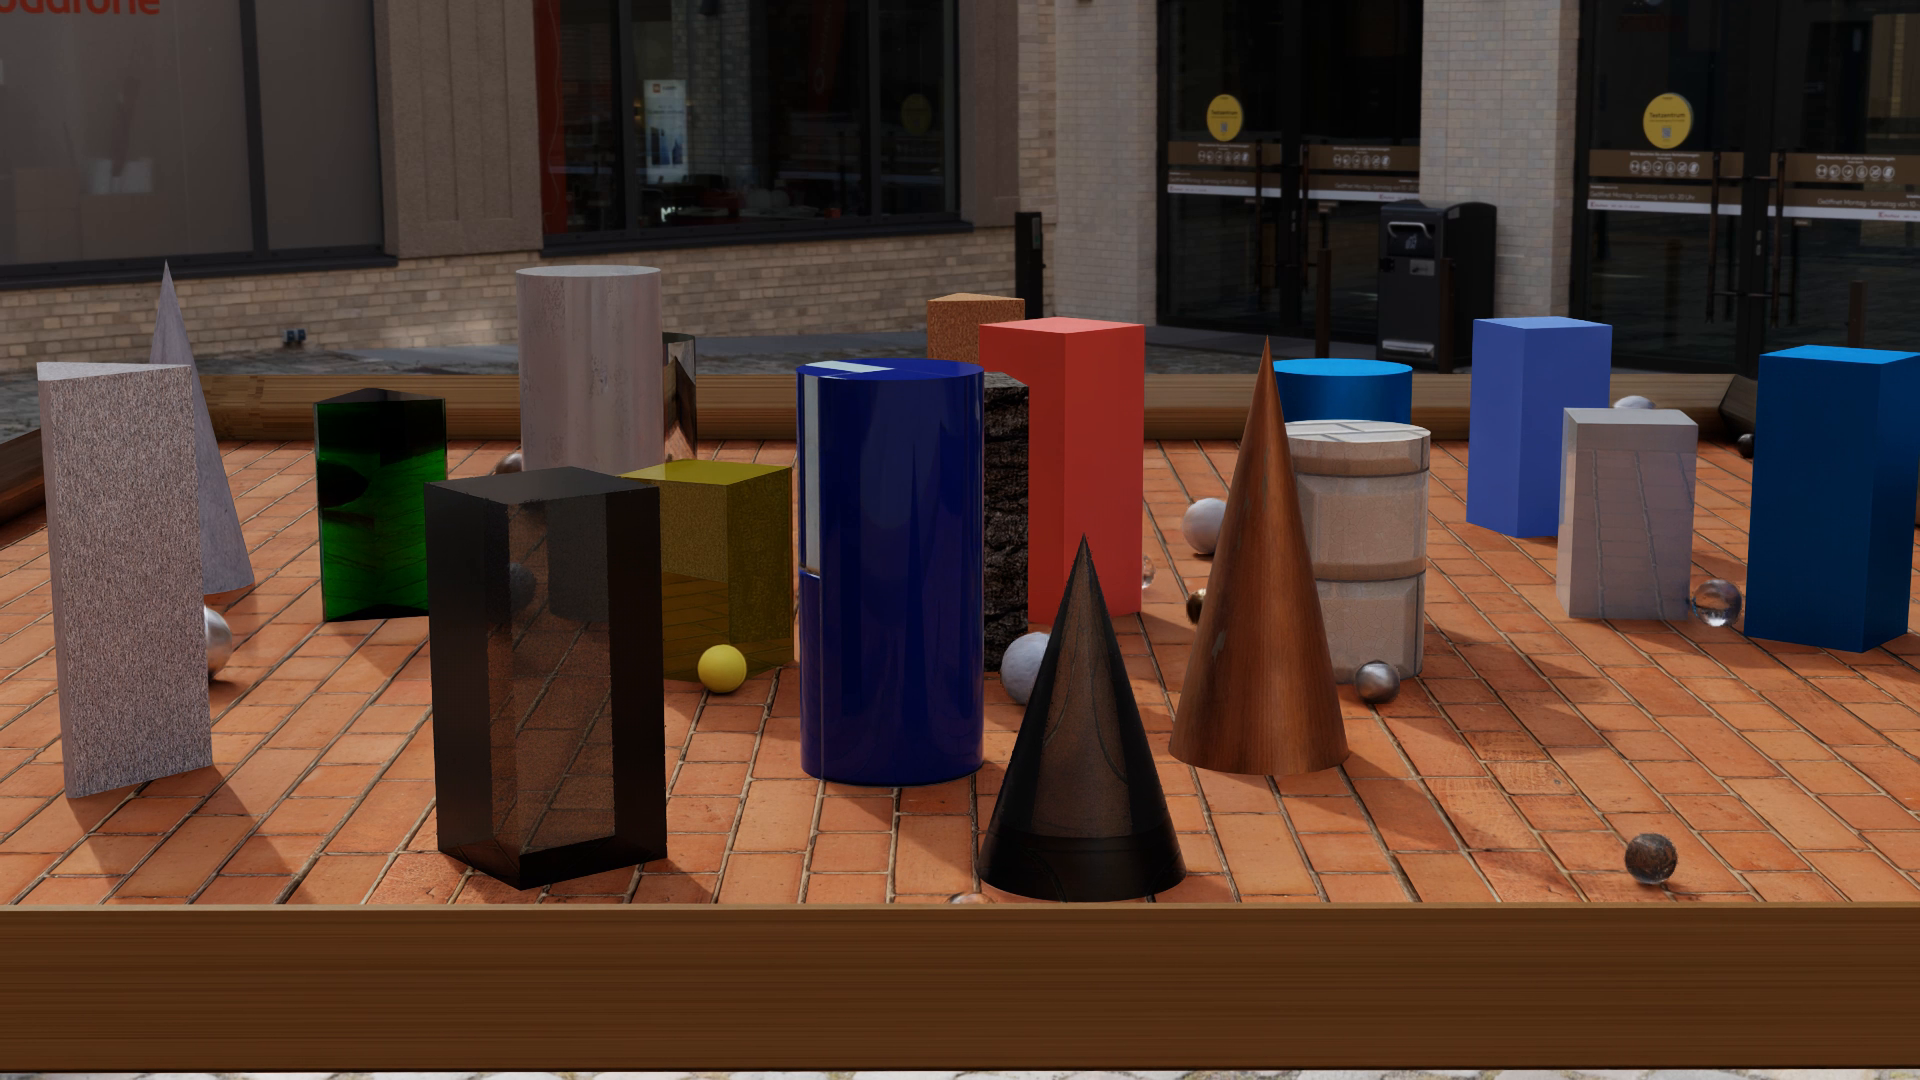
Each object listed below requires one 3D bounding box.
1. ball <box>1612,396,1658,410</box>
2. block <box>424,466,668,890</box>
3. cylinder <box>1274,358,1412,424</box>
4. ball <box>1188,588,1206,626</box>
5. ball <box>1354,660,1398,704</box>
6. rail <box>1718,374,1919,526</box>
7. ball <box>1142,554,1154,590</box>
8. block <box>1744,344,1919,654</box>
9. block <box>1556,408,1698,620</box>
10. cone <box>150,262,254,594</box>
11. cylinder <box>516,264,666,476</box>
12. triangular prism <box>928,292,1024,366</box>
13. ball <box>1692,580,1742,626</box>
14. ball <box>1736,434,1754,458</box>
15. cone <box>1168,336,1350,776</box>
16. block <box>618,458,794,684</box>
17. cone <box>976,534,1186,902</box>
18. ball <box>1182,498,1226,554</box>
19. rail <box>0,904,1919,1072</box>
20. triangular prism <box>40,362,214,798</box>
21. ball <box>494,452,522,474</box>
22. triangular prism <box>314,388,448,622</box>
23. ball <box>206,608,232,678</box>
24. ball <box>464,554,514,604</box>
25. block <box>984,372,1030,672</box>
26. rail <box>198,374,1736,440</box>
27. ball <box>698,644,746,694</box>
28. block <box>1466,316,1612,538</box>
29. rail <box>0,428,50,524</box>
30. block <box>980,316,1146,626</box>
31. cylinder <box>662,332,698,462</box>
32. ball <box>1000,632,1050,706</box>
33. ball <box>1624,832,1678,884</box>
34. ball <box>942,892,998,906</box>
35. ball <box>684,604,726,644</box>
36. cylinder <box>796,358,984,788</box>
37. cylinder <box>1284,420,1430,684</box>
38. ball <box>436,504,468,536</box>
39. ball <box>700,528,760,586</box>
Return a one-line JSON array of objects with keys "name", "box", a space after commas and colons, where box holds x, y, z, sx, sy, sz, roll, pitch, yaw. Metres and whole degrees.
[{"name": "ball", "box": [1.301, -0.230, 4.948, 0.097, 0.097, 0.097, 0, 11, 0]}, {"name": "block", "box": [-0.381, 0.121, 2.363, 0.155, 0.349, 0.155, -8, 13, -38]}, {"name": "cylinder", "box": [0.493, -0.061, 3.381, 0.194, 0.336, 0.194, 0, 11, 0]}, {"name": "ball", "box": [0.323, 0.090, 3.342, 0.054, 0.054, 0.054, 0, 11, 0]}, {"name": "ball", "box": [0.480, 0.164, 2.954, 0.050, 0.050, 0.050, 0, 11, 0]}, {"name": "rail", "box": [1.508, 0.031, 3.458, 0.045, 0.126, 3.219, 0, 11, 0]}, {"name": "ball", "box": [0.247, 0.045, 3.589, 0.052, 0.052, 0.052, 0, 11, 0]}, {"name": "block", "box": [1.119, -0.057, 3.284, 0.155, 0.363, 0.155, 9, 14, 39]}, {"name": "block", "box": [0.896, -0.037, 3.459, 0.155, 0.261, 0.155, 1, 11, 6]}, {"name": "cone", "box": [-1.102, -0.165, 3.601, 0.194, 0.460, 0.194, 0, 11, 0]}, {"name": "cylinder", "box": [-0.499, -0.140, 3.488, 0.194, 0.452, 0.194, 0, 11, 0]}, {"name": "triangular prism", "box": [0.015, -0.261, 4.483, 0.168, 0.328, 0.145, -2, 11, -10]}, {"name": "ball", "box": [0.991, 0.082, 3.359, 0.062, 0.062, 0.062, 0, 11, 0]}, {"name": "ball", "box": [1.476, -0.177, 4.802, 0.045, 0.045, 0.045, 0, 11, 0]}, {"name": "cone", "box": [0.320, 0.006, 2.714, 0.194, 0.449, 0.194, 0, 11, 0]}, {"name": "block", "box": [-0.308, 0.036, 3.118, 0.155, 0.242, 0.155, 5, 12, 25]}, {"name": "cone", "box": [0.111, 0.147, 2.323, 0.194, 0.314, 0.194, 0, 11, 0]}, {"name": "ball", "box": [0.376, -0.021, 3.860, 0.083, 0.083, 0.083, 0, 11, 0]}, {"name": "rail", "box": [0.009, 0.322, 1.890, 3.063, 0.126, 0.045, 0, 11, 0]}, {"name": "triangular prism", "box": [-0.896, 0.032, 2.647, 0.145, 0.422, 0.168, 9, 14, 39]}, {"name": "ball", "box": [-0.725, -0.099, 4.250, 0.094, 0.094, 0.094, 0, 11, 0]}, {"name": "triangular prism", "box": [-0.782, -0.052, 3.456, 0.168, 0.291, 0.145, -3, 11, -18]}, {"name": "ball", "box": [-0.914, 0.124, 3.049, 0.094, 0.094, 0.094, 0, 11, 0]}, {"name": "ball", "box": [-0.643, 0.053, 3.503, 0.067, 0.067, 0.067, 0, 11, 0]}, {"name": "block", "box": [-0.009, -0.023, 3.149, 0.155, 0.347, 0.155, -2, 11, -11]}, {"name": "rail", "box": [-0.009, -0.257, 5.008, 3.063, 0.126, 0.045, 0, 11, 0]}, {"name": "ball", "box": [-0.278, 0.151, 3.004, 0.057, 0.057, 0.057, 0, 11, 0]}, {"name": "block", "box": [0.913, -0.181, 4.054, 0.155, 0.326, 0.155, -4, 11, -19]}, {"name": "rail", "box": [-1.508, 0.034, 3.441, 0.045, 0.126, 3.219, 0, 11, 0]}, {"name": "block", "box": [0.135, -0.094, 3.423, 0.155, 0.386, 0.155, 10, 15, 44]}, {"name": "cylinder", "box": [-0.481, -0.128, 3.747, 0.194, 0.335, 0.194, 0, 11, 0]}, {"name": "ball", "box": [0.089, 0.149, 2.939, 0.085, 0.085, 0.085, 0, 11, 0]}, {"name": "ball", "box": [0.621, 0.286, 2.306, 0.046, 0.046, 0.046, 0, 11, 0]}, {"name": "ball", "box": [0.008, 0.317, 2.110, 0.057, 0.057, 0.057, 0, 11, 0]}, {"name": "ball", "box": [-0.324, 0.107, 3.255, 0.052, 0.052, 0.052, 0, 11, 0]}, {"name": "cylinder", "box": [-0.072, 0.030, 2.669, 0.194, 0.418, 0.194, 0, 11, 0]}, {"name": "cylinder", "box": [0.469, 0.011, 3.116, 0.194, 0.291, 0.194, 0, 11, 0]}, {"name": "ball", "box": [-0.793, -0.031, 4.008, 0.048, 0.048, 0.048, 0, 11, 0]}, {"name": "ball", "box": [-0.325, 0.024, 3.614, 0.084, 0.084, 0.084, 0, 11, 0]}]
